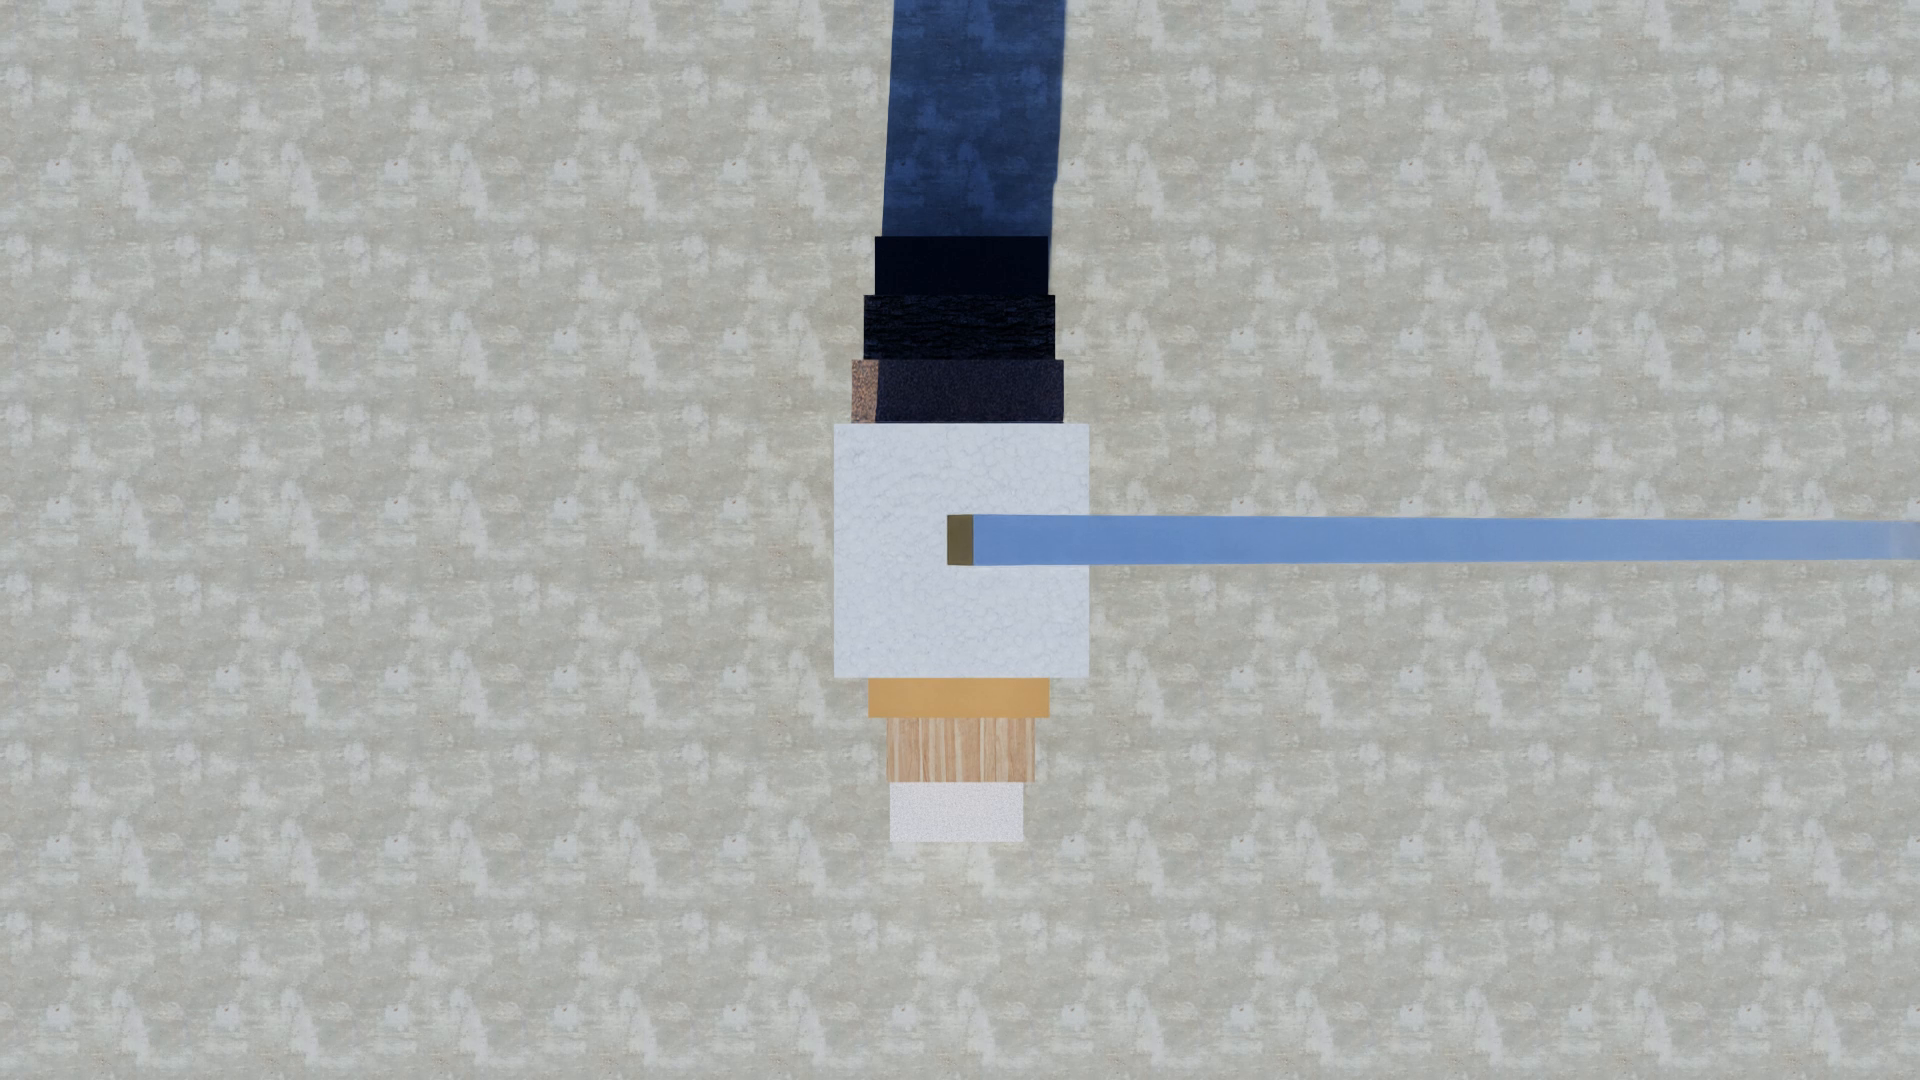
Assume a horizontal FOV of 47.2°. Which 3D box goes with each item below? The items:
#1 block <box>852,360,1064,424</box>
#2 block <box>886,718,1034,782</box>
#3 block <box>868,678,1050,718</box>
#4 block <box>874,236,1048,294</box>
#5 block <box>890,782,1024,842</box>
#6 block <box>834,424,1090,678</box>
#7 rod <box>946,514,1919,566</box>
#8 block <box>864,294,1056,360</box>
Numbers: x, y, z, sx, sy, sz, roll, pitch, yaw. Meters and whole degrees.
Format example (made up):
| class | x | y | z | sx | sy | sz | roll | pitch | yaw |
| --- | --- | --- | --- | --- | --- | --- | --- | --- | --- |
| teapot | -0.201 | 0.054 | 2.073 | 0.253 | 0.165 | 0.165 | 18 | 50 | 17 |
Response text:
| class | x | y | z | sx | sy | sz | roll | pitch | yaw |
| --- | --- | --- | --- | --- | --- | --- | --- | --- | --- |
| block | -0.010 | -0.399 | 10.711 | 0.988 | 0.950 | 0.887 | 0 | 90 | 0 |
| block | 0.003 | 0.838 | 11.752 | 0.763 | 0.898 | 0.818 | 0 | 90 | 0 |
| block | -0.006 | 0.446 | 10.865 | 0.859 | 0.880 | 0.796 | 0 | 90 | 0 |
| block | 0.007 | -1.217 | 12.559 | 0.956 | 0.883 | 0.914 | 0 | 90 | 0 |
| block | -0.020 | 1.319 | 12.601 | 0.740 | 0.799 | 0.711 | 0 | 90 | 0 |
| block | 0.005 | 0.030 | 7.512 | 0.821 | 0.888 | 0.818 | 0 | 90 | 0 |
| rod | 2.212 | 0.000 | 4.805 | 5.200 | 0.080 | 0.080 | 0 | 90 | -32 |
| block | -0.002 | -0.826 | 11.638 | 0.977 | 0.903 | 0.842 | 0 | 90 | 0 |
